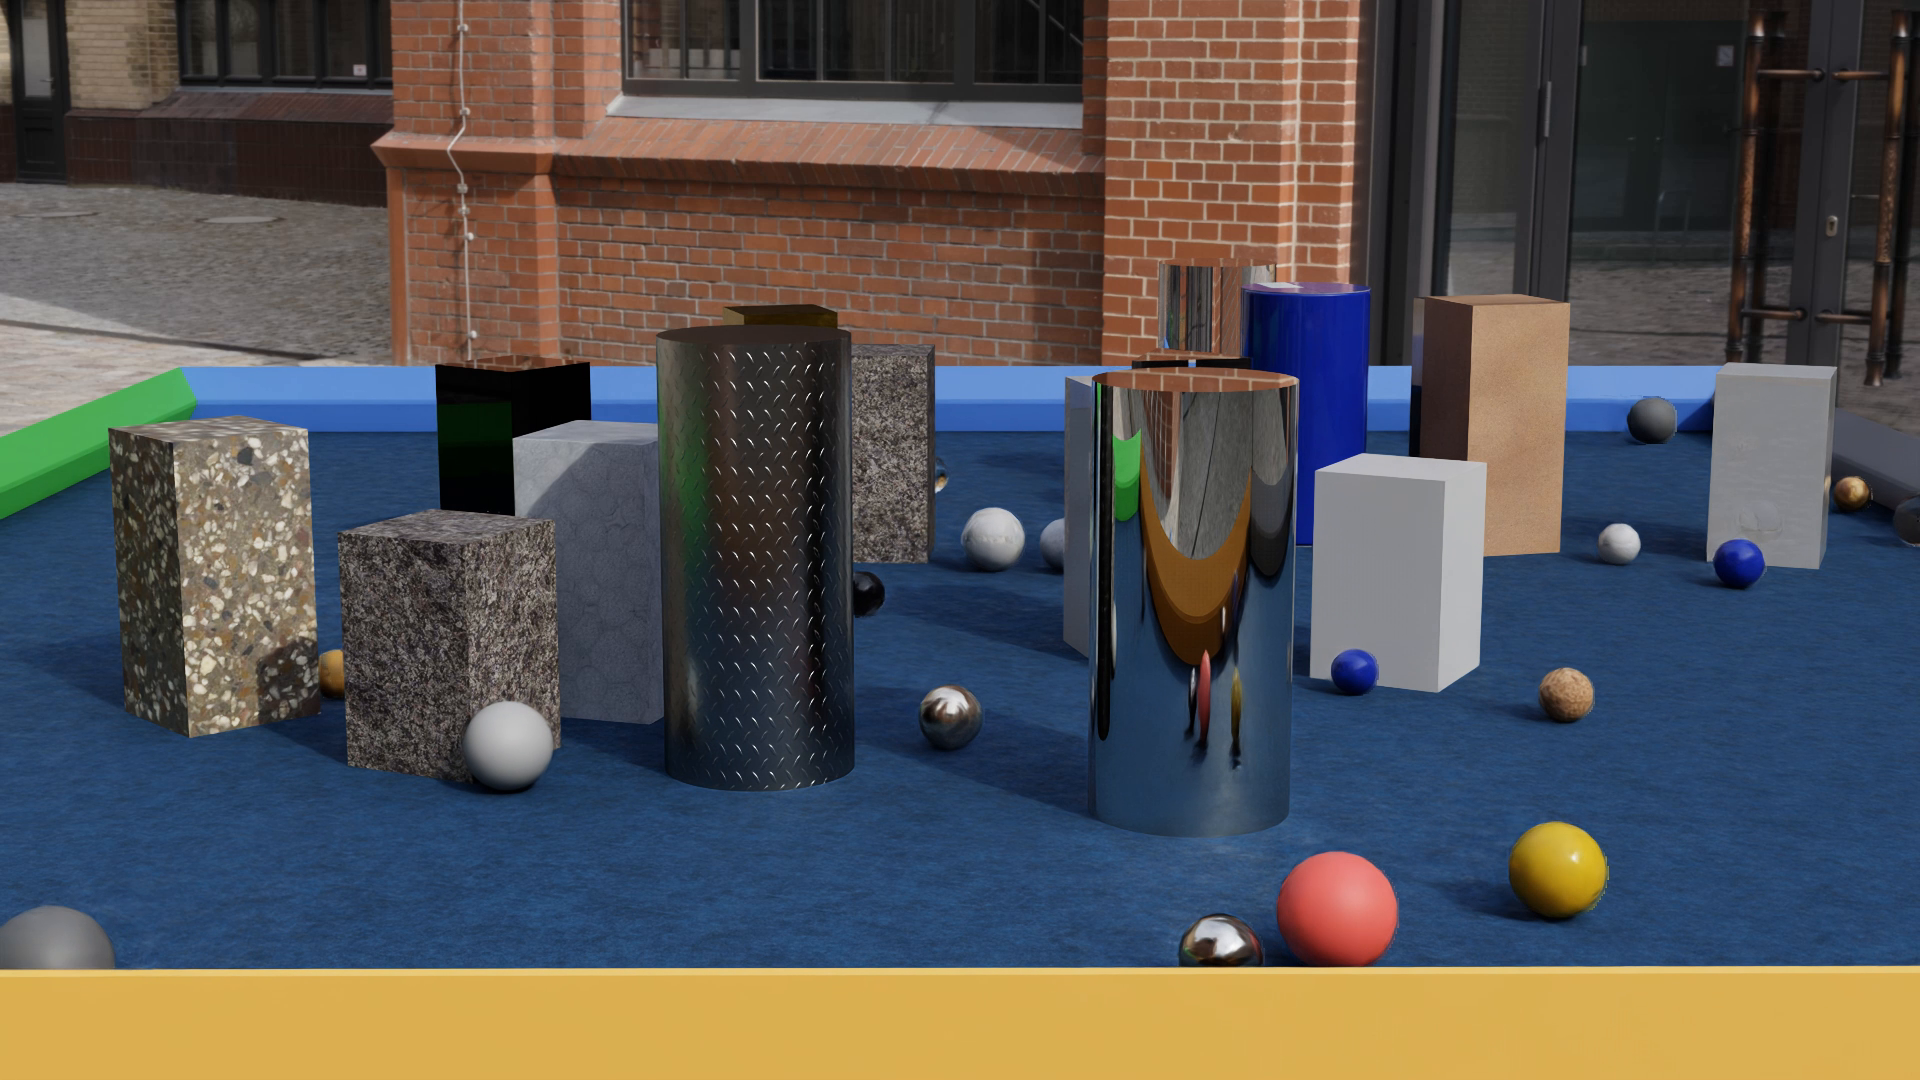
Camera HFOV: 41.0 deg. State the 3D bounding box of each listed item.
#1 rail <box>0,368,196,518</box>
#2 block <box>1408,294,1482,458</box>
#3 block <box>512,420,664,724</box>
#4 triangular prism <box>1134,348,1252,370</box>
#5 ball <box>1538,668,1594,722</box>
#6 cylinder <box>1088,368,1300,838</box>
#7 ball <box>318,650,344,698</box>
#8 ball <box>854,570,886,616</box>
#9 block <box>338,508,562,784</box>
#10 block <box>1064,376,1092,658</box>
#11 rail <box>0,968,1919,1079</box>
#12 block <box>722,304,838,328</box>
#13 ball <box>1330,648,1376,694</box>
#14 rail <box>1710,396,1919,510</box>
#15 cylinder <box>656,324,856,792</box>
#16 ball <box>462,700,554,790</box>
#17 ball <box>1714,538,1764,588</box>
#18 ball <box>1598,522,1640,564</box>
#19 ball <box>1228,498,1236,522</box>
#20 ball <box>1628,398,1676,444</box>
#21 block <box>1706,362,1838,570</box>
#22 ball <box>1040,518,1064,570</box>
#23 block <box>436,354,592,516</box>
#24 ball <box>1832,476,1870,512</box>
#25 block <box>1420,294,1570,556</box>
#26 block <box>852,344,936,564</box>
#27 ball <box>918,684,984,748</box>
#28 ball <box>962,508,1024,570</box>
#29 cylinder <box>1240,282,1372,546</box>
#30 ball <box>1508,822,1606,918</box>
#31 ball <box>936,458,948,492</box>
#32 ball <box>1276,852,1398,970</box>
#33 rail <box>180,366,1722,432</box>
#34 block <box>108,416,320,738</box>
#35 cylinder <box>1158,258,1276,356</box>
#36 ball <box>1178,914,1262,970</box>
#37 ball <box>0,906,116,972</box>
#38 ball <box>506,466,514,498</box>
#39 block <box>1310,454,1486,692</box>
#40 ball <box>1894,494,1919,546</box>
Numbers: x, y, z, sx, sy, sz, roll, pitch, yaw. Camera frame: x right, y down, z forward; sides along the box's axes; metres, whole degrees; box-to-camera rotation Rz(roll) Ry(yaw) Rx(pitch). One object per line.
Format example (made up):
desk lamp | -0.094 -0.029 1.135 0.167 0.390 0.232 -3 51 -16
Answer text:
rail | -1.535 0.035 3.440 0.045 0.130 3.503 0 10 0
block | 0.865 -0.230 4.289 0.160 0.344 0.160 -4 11 -22
block | -0.399 0.033 2.944 0.160 0.316 0.160 3 11 18
triangular prism | 0.306 -0.103 3.651 0.173 0.326 0.150 -3 11 -13
ball | 0.682 0.174 2.887 0.060 0.060 0.060 0 10 0
cylinder | 0.227 0.056 2.511 0.200 0.429 0.200 0 10 0
ball | -0.728 0.156 2.991 0.057 0.057 0.057 0 10 0
ball | -0.131 0.072 3.435 0.062 0.062 0.062 0 10 0
block | -0.539 0.108 2.719 0.160 0.250 0.160 5 12 25
block | 0.230 -0.028 3.208 0.160 0.341 0.160 -3 11 -15
rail | 0.010 0.347 1.750 3.116 0.130 0.045 0 10 0
block | -0.305 -0.231 4.359 0.160 0.321 0.160 -3 11 -18
ball | 0.462 0.154 3.011 0.054 0.054 0.054 0 10 0
rail | 1.535 0.032 3.457 0.045 0.130 3.503 0 10 0
cylinder | -0.211 0.014 2.665 0.200 0.456 0.200 0 10 0
ball | -0.459 0.209 2.609 0.091 0.091 0.091 0 10 0
ball | 1.102 0.032 3.628 0.070 0.070 0.070 0 10 0
ball | 0.974 0.005 3.793 0.062 0.062 0.062 0 10 0
ball | 0.419 -0.047 4.117 0.047 0.047 0.047 0 10 0
ball | 1.346 -0.232 4.995 0.092 0.092 0.092 0 10 0
block | 1.214 -0.114 3.836 0.160 0.281 0.160 4 11 22
ball | 0.154 0.006 3.750 0.076 0.076 0.076 0 10 0
block | -0.662 -0.118 3.825 0.160 0.293 0.160 8 13 36
ball | 1.472 -0.075 4.237 0.059 0.059 0.059 0 10 0
block | 0.811 -0.177 3.912 0.160 0.378 0.160 -3 11 -16
block | -0.123 -0.132 3.859 0.160 0.309 0.160 1 10 4
ball | -0.010 0.190 2.770 0.070 0.070 0.070 0 10 0
ball | 0.048 -0.001 3.744 0.093 0.093 0.093 0 10 0
cylinder | 0.534 -0.199 3.998 0.200 0.389 0.200 0 10 0
ball | 0.516 0.285 2.220 0.083 0.083 0.083 0 10 0
ball | -0.053 -0.112 4.413 0.067 0.067 0.067 0 10 0
ball | 0.306 0.302 2.087 0.098 0.098 0.098 0 10 0
rail | -0.010 -0.281 5.148 3.116 0.130 0.045 0 10 0
block | -0.841 0.036 2.897 0.160 0.327 0.160 -9 14 -42
cylinder | 0.438 -0.276 4.395 0.200 0.397 0.200 0 10 0
ball | 0.206 0.329 2.028 0.067 0.067 0.067 0 10 0
ball | -0.694 0.327 1.956 0.097 0.097 0.097 0 10 0
ball | -0.726 -0.097 4.314 0.074 0.074 0.074 0 10 0
block | 0.531 0.036 3.103 0.160 0.252 0.160 6 12 28
ball | 1.474 -0.031 3.932 0.082 0.082 0.082 0 10 0
